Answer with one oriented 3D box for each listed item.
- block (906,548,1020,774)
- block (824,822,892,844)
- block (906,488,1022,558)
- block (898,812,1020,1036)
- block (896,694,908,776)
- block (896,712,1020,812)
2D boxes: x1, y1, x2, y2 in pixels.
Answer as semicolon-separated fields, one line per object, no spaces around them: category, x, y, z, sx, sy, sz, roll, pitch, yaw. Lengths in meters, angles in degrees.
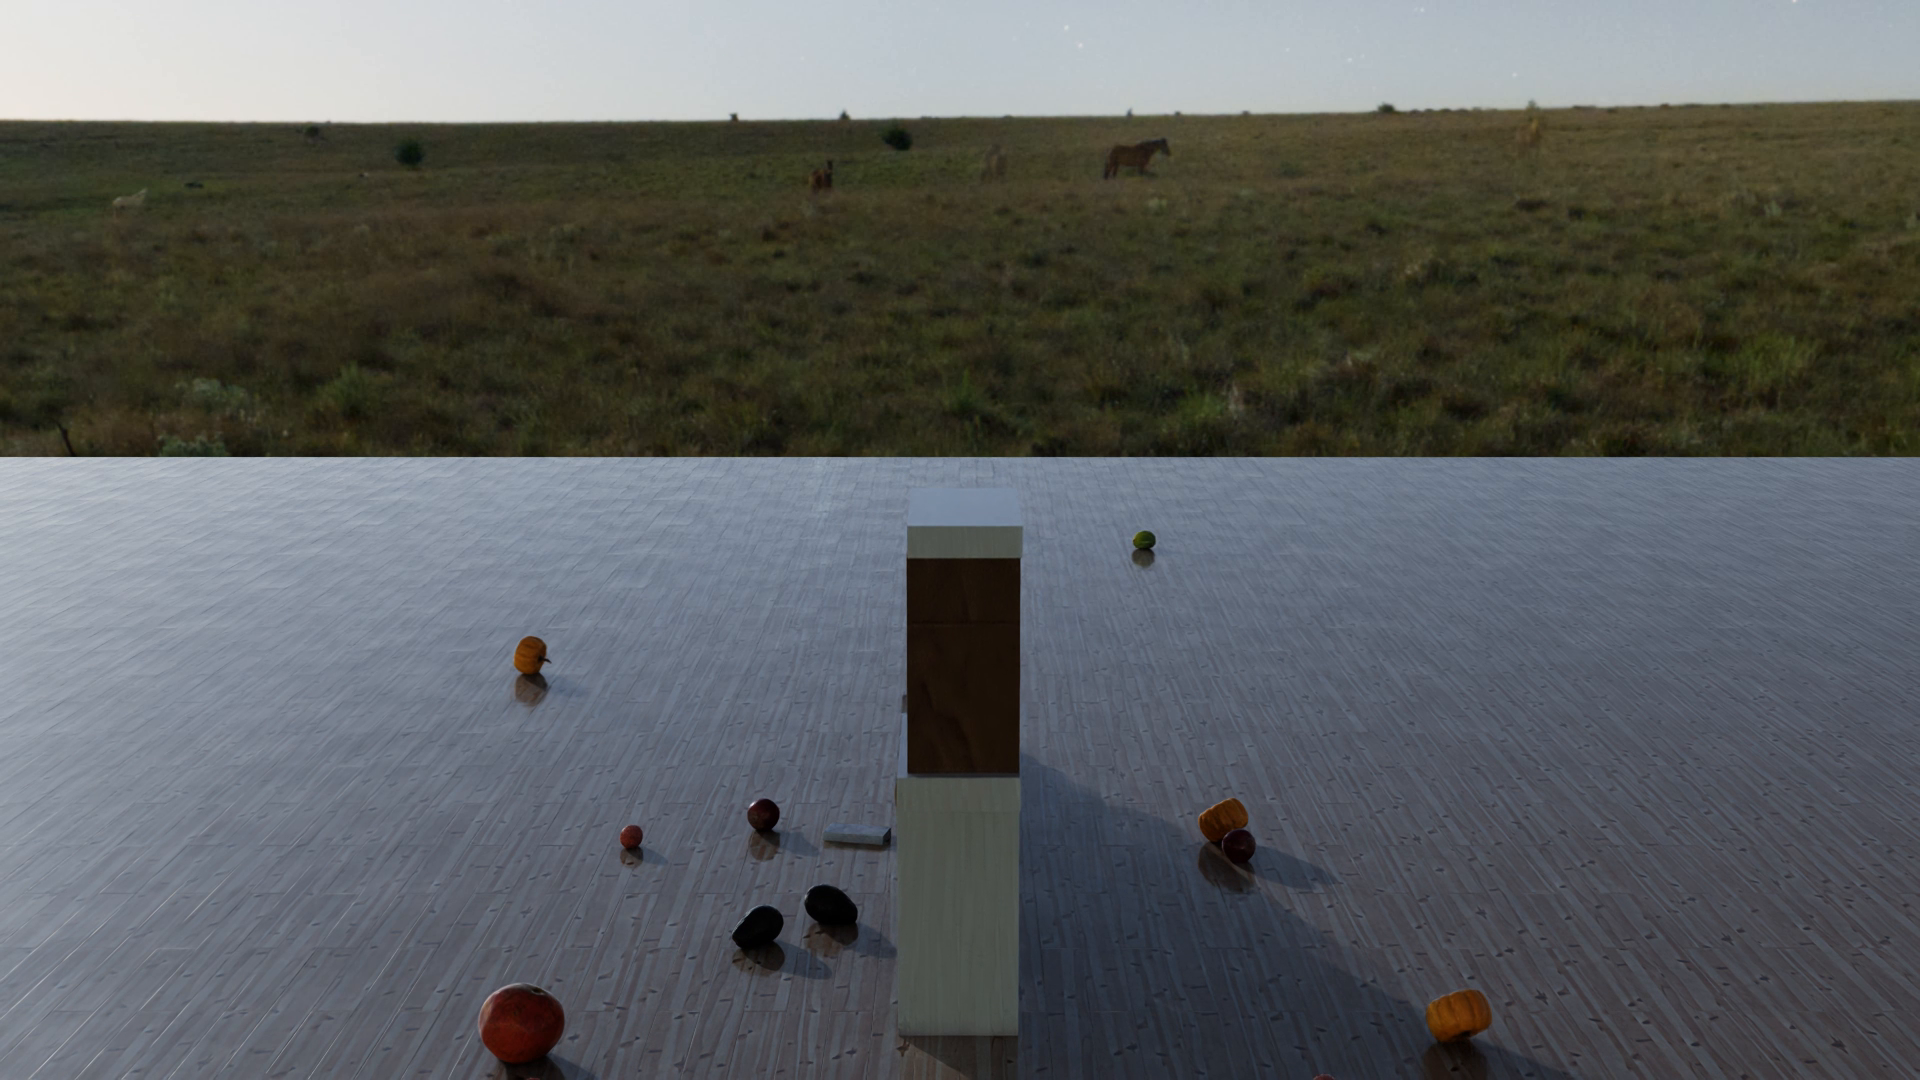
block;0.005;0.165;3.006;0.153;0.307;0.043;0;11;0
block;-0.185;0.529;3.957;0.111;0.016;0.055;3;11;14
block;0.006;-0.026;3.069;0.153;0.043;0.307;0;11;0
block;-0.003;0.527;3.085;0.169;0.338;0.048;0;10;0
block;-0.013;0.332;3.458;0.164;0.047;0.328;0;20;0
block;-0.002;0.316;3.162;0.169;0.048;0.338;0;11;0
